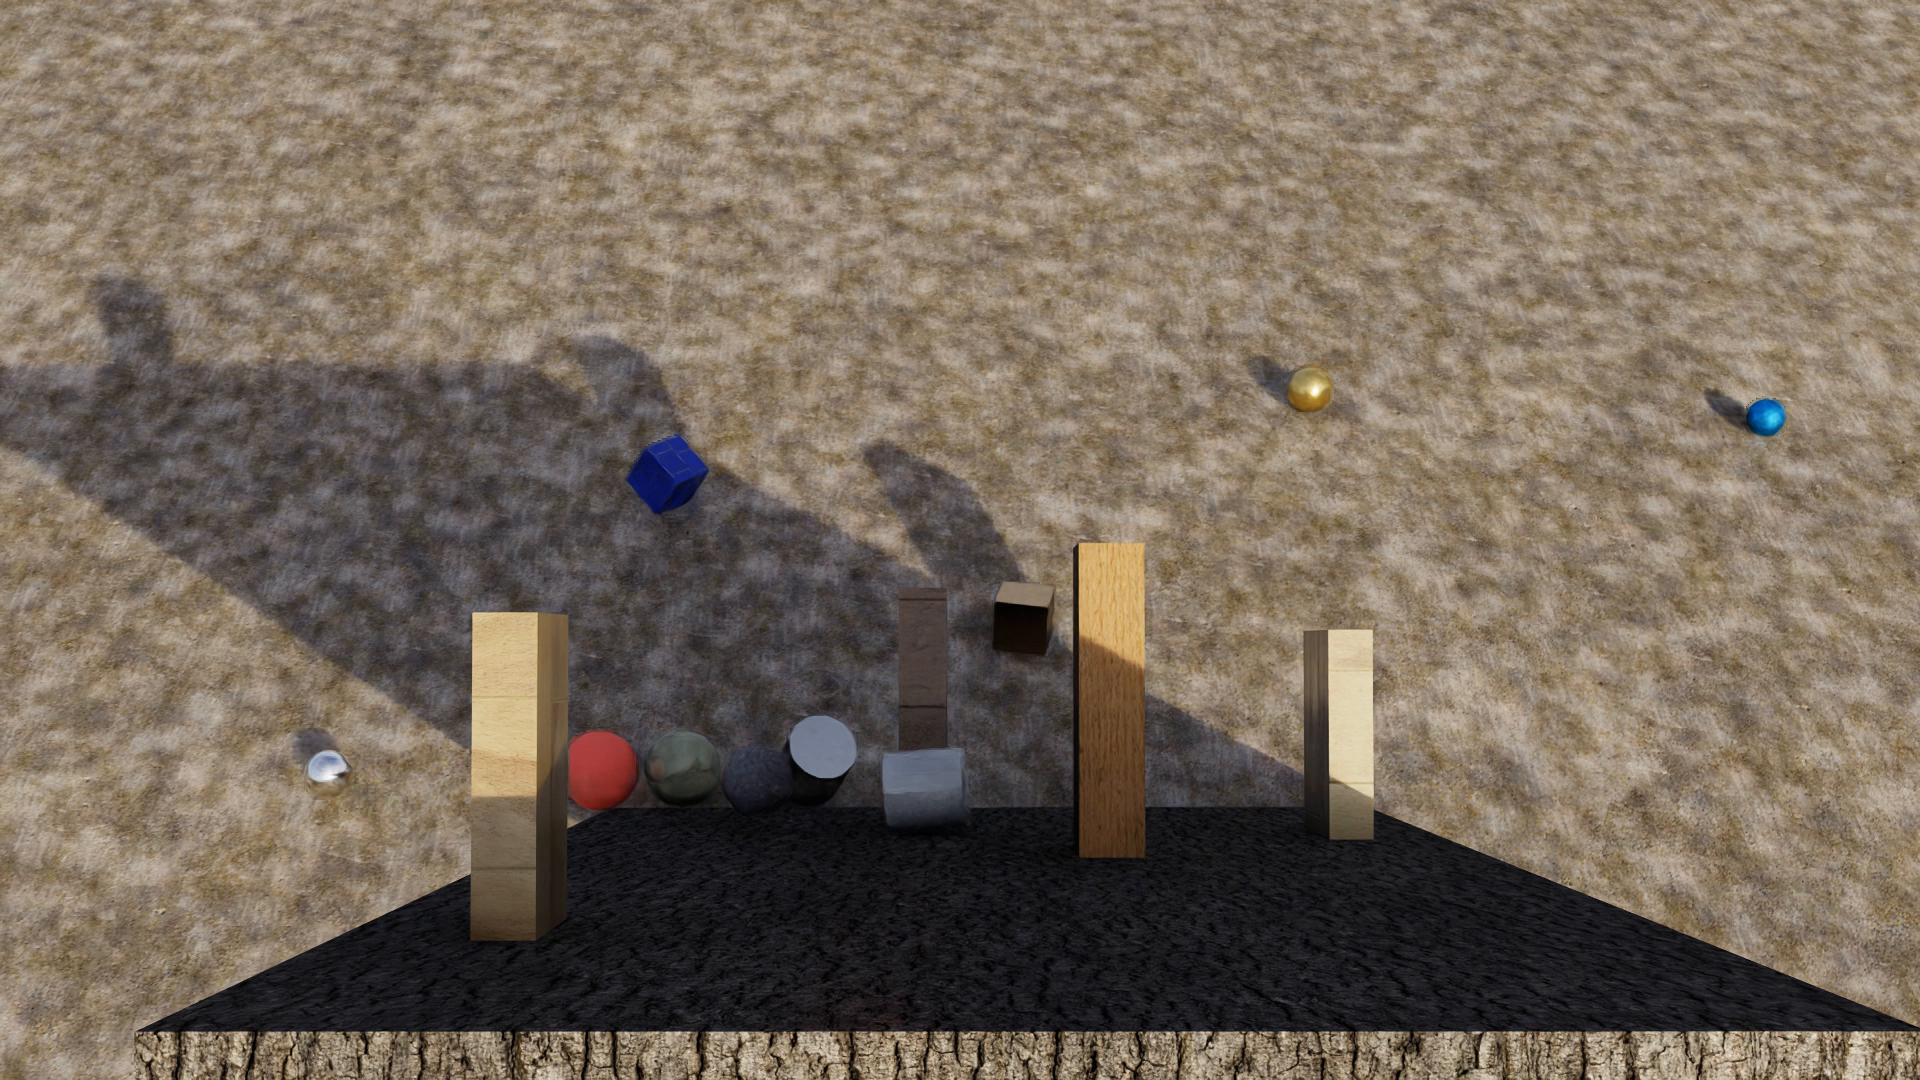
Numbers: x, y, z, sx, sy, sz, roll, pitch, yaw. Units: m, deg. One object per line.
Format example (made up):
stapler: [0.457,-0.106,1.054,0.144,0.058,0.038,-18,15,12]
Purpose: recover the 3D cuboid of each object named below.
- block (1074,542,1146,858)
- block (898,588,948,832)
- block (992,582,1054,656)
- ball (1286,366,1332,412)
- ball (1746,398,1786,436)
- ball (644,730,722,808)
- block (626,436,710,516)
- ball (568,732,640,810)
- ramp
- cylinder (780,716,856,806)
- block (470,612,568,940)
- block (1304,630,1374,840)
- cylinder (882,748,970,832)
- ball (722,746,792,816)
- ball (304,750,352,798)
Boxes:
block: [0.308,0.330,5.407,0.133,0.637,0.272,0,-2,0]
block: [-0.086,0.400,6.230,0.110,0.562,0.445,0,-2,0]
block: [0.185,0.226,7.526,0.152,0.152,0.152,6,23,8]
ball: [1.148,-0.493,8.533,0.151,0.151,0.151,0,36,0]
ball: [2.613,-0.397,8.429,0.120,0.120,0.120,0,36,0]
ball: [-0.735,0.607,6.895,0.203,0.203,0.203,0,36,0]
block: [-0.904,-0.200,8.049,0.151,0.151,0.151,48,39,13]
ball: [-0.940,0.602,6.790,0.205,0.205,0.205,0,36,0]
ramp: [0.080,0.678,4.894,2.000,0.100,4.000,0,-2,0]
cylinder: [-0.389,0.592,6.974,0.183,0.183,0.183,8,59,-14]
block: [-0.666,0.351,3.947,0.095,0.478,0.301,0,-2,0]
block: [0.866,0.439,5.968,0.098,0.463,0.419,0,-2,0]
cylinder: [-0.075,0.568,5.905,0.177,0.177,0.177,-4,36,5]
ball: [-0.507,0.604,6.517,0.177,0.177,0.177,0,36,0]
ball: [-1.706,0.632,7.020,0.130,0.130,0.130,0,36,0]
